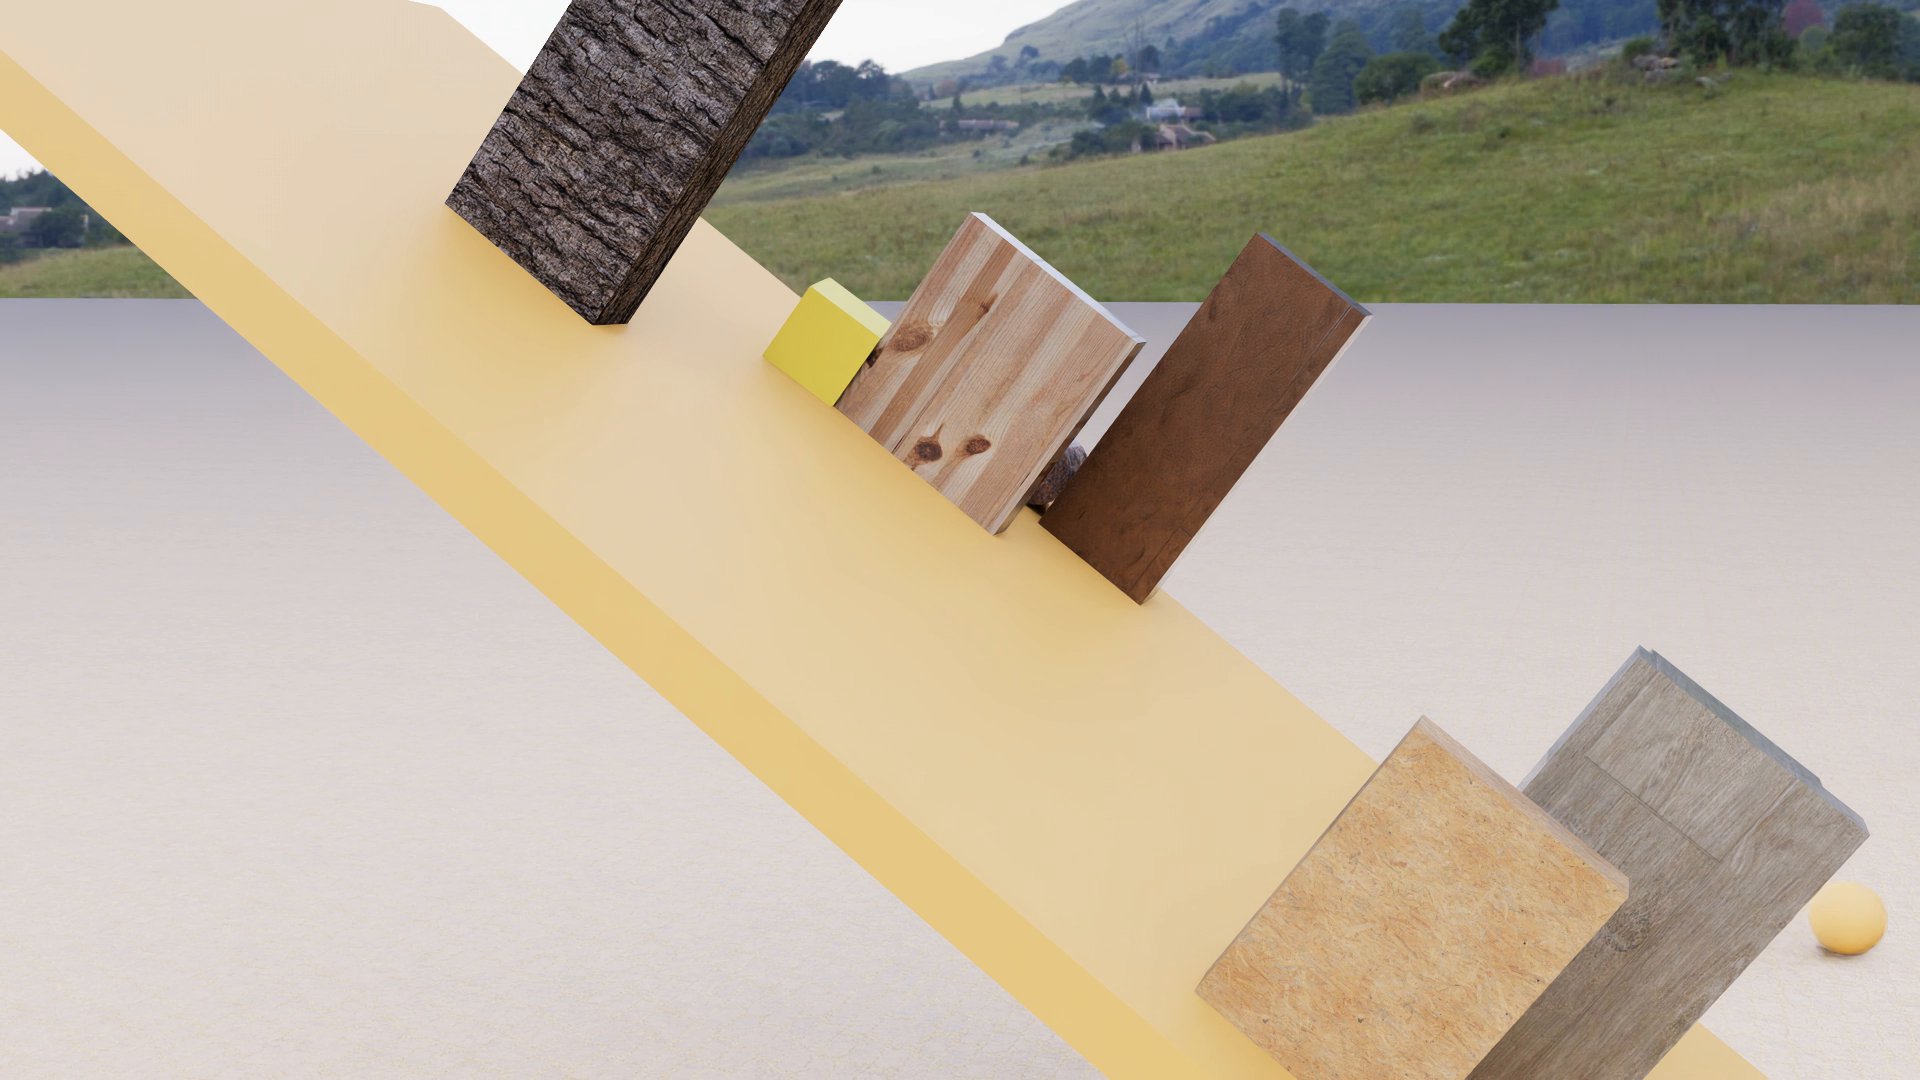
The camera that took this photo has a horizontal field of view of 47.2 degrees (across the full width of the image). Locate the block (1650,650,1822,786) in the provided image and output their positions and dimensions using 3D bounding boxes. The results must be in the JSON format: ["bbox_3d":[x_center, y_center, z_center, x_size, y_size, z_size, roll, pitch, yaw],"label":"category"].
[{"bbox_3d":[1.170,0.571,3.939,0.363,0.662,0.127,39,16,9],"label":"block"}]

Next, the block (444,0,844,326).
[{"bbox_3d":[-0.577,-0.801,4.003,0.371,0.741,0.147,39,16,9],"label":"block"}]

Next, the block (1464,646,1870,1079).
[{"bbox_3d":[0.979,0.577,3.396,0.414,0.727,0.108,39,16,9],"label":"block"}]

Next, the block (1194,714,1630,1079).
[{"bbox_3d":[0.634,0.561,3.113,0.359,0.508,0.097,39,16,9],"label":"block"}]

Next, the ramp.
[{"bbox_3d":[-0.052,0.112,4.064,4.000,0.100,2.000,39,16,9],"label":"ramp"}]

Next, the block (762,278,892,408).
[{"bbox_3d":[-0.270,-0.414,4.589,0.179,0.179,0.179,37,16,0],"label":"block"}]

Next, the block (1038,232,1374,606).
[{"bbox_3d":[0.522,-0.256,4.712,0.286,0.778,0.144,39,16,9],"label":"block"}]

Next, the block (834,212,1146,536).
[{"bbox_3d":[0.058,-0.338,4.485,0.430,0.493,0.095,39,16,9],"label":"block"}]

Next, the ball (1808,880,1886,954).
[{"bbox_3d":[2.418,1.030,5.996,0.199,0.199,0.199,0,7,0],"label":"ball"}]
